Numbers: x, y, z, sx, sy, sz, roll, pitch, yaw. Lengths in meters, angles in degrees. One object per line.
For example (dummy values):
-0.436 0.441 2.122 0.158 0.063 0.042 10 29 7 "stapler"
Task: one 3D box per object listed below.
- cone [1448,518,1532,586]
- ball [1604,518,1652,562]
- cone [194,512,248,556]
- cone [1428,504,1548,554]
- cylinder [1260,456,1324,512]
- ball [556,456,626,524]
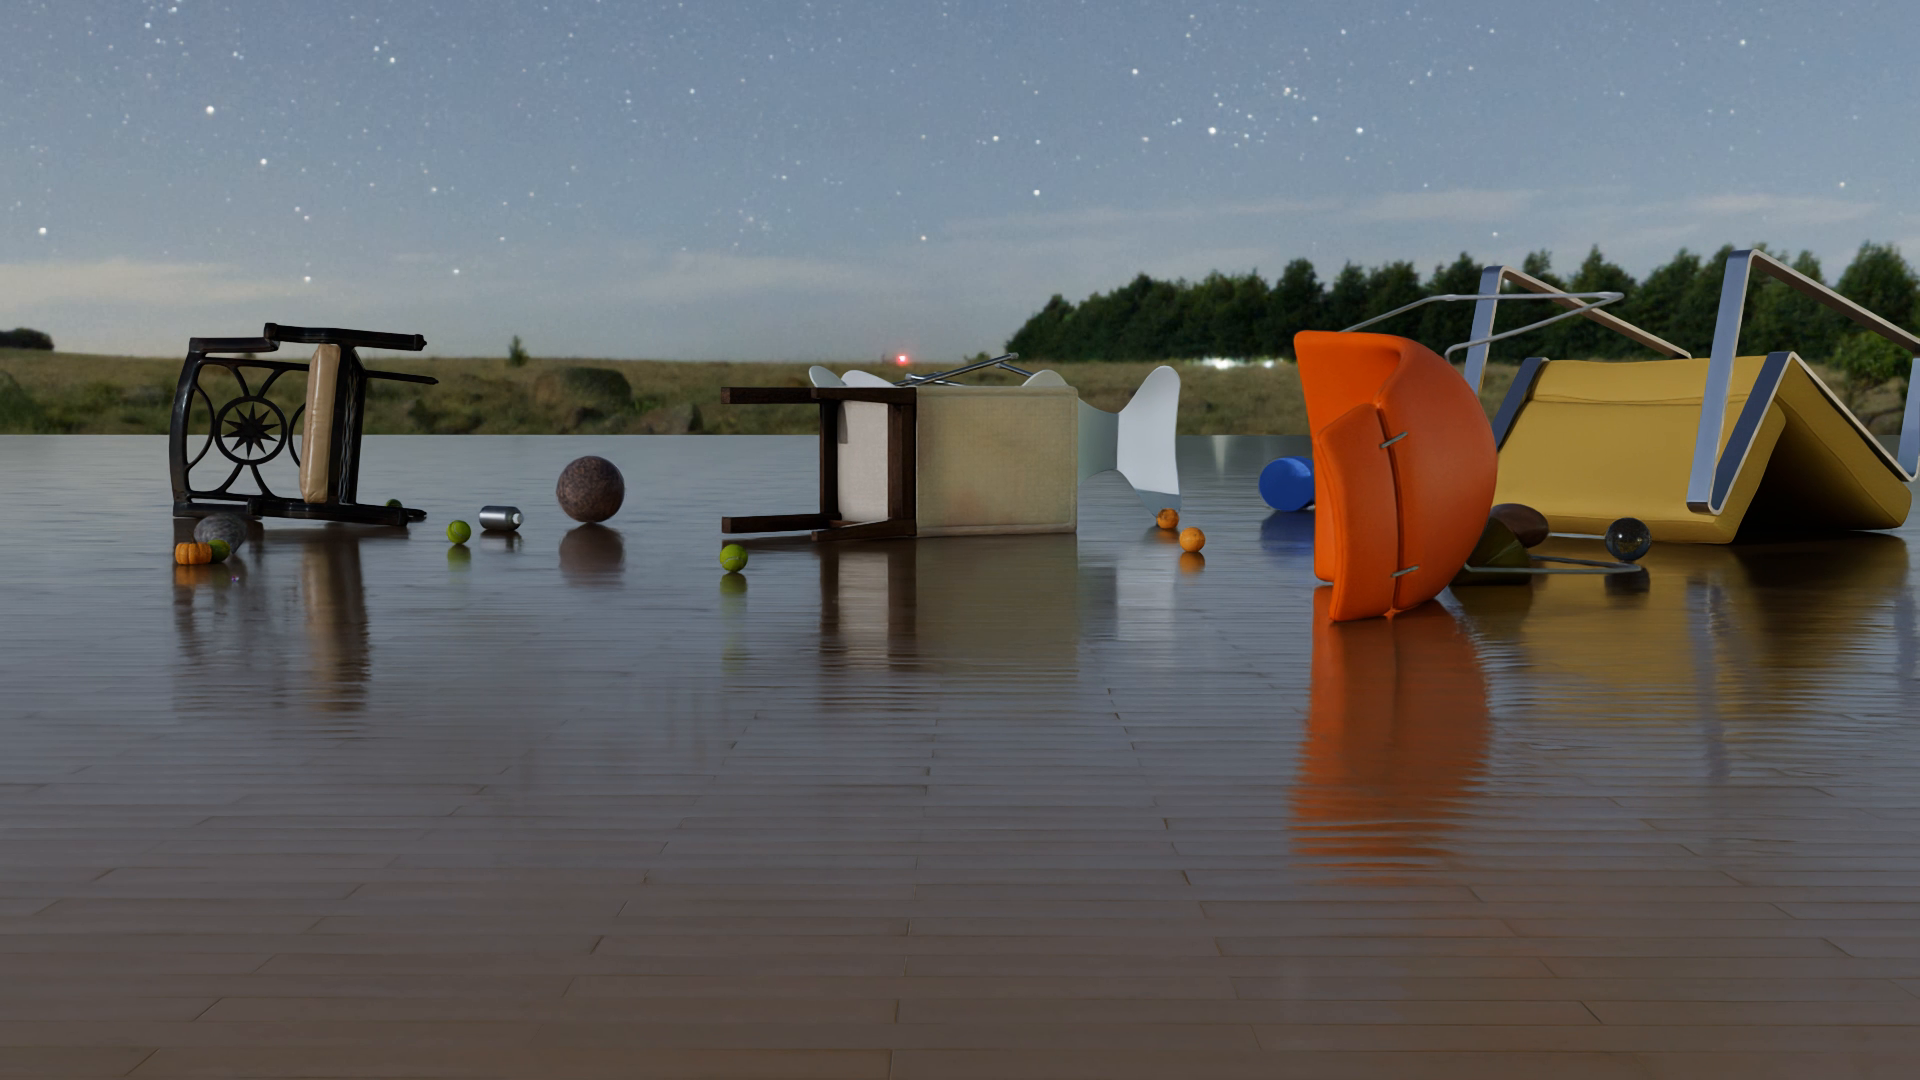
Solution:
1.184 0.065 5.035 0.169 0.177 0.171 -29 -34 -12 "cone"
1.740 -0.002 5.728 0.116 0.116 0.116 0 4 0 "ball"
-1.998 0.010 5.995 0.144 0.120 0.136 0 27 -33 "cone"
1.411 0.000 6.072 0.337 0.132 0.260 -15 9 -30 "cone"
1.233 -0.209 8.158 0.204 0.196 0.201 9 7 20 "cylinder"
-1.231 -0.168 7.341 0.227 0.227 0.227 0 4 0 "ball"
